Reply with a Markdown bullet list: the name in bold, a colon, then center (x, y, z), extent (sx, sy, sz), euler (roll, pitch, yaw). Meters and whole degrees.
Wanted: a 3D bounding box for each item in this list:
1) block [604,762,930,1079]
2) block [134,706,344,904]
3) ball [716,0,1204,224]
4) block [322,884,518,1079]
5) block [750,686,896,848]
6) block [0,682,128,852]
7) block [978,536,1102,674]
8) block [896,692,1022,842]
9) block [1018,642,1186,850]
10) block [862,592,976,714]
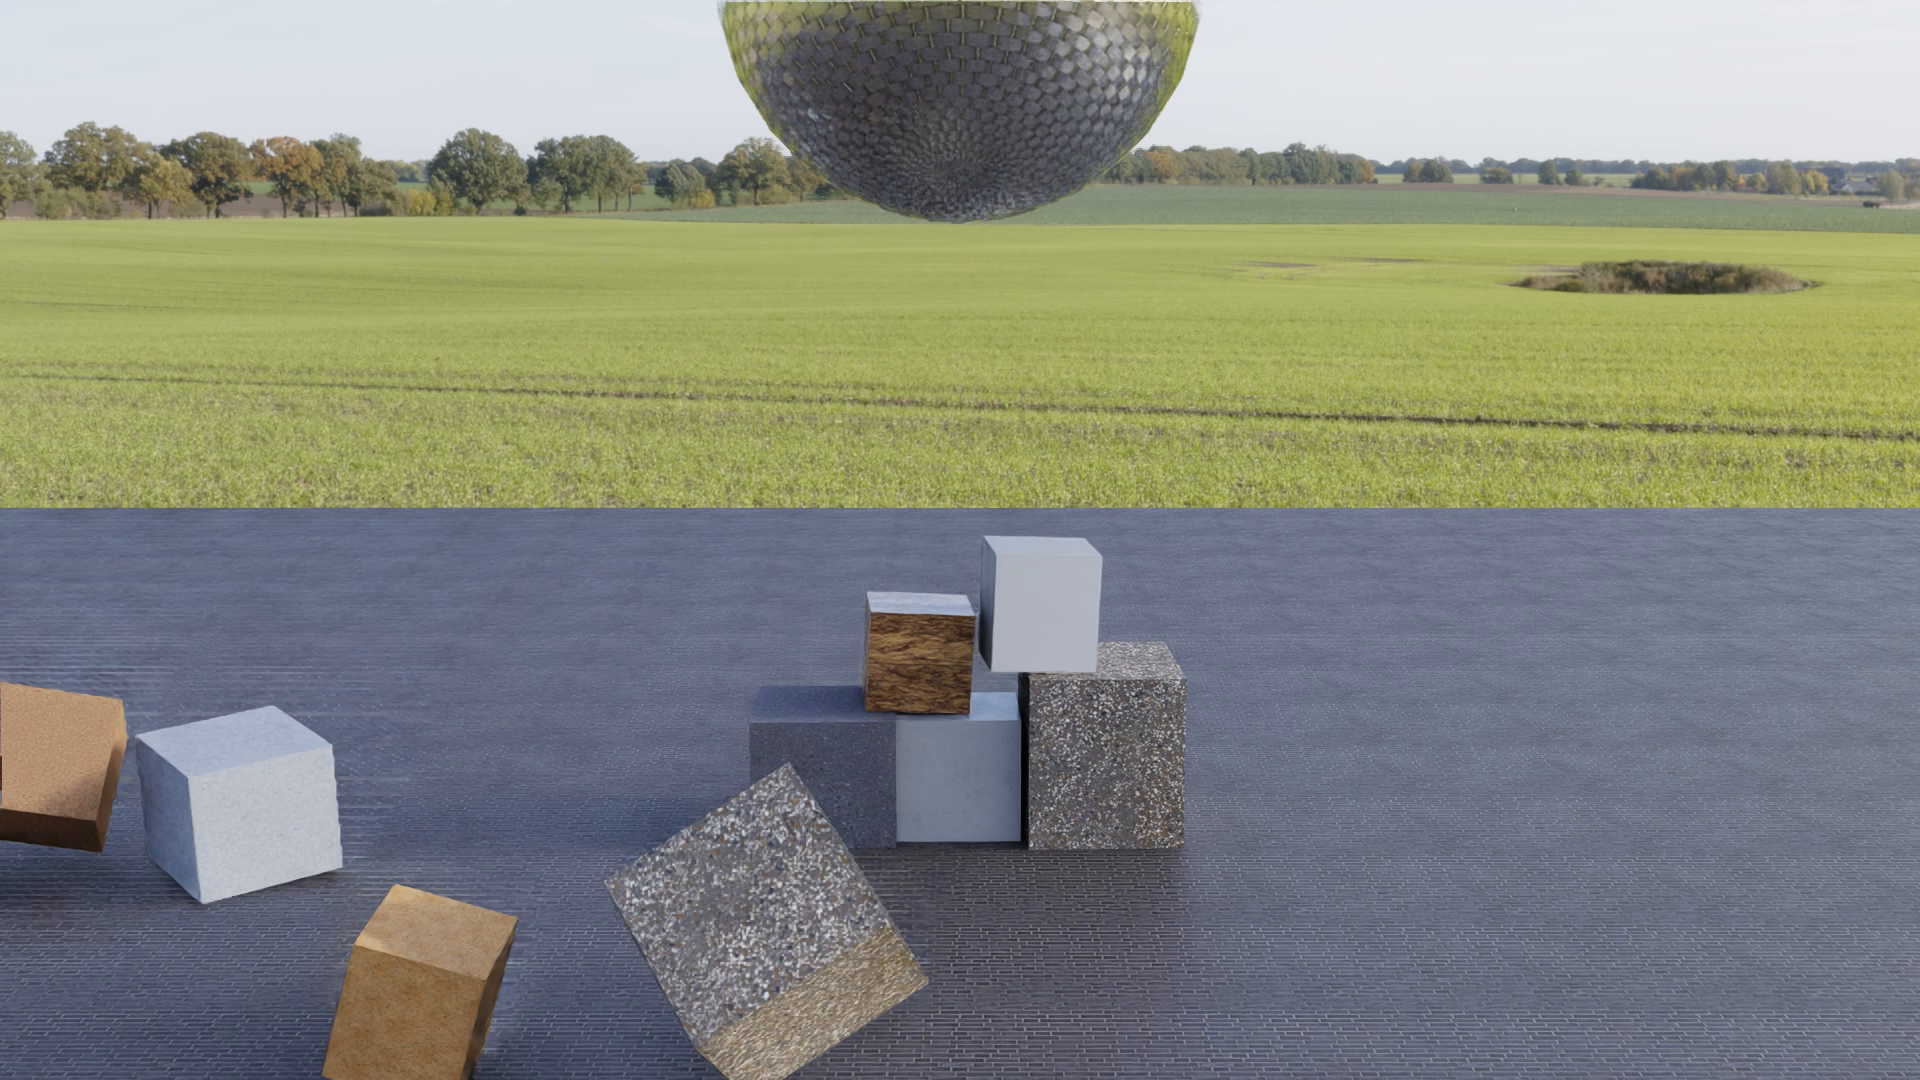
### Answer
- **block**: center (-0.696, 1.440, 8.071), extent (0.786, 0.708, 0.738), euler (-32, 61, -6)
- **block**: center (-3.489, 1.263, 10.640), extent (0.690, 0.627, 0.746), euler (-12, 19, -36)
- **ball**: center (0.000, -1.842, 7.184), extent (1.600, 1.600, 1.600), euler (0, 10, 0)
- **block**: center (-2.014, 1.704, 8.242), extent (0.490, 0.544, 0.549), euler (16, 14, -3)
- **block**: center (-0.693, 1.161, 11.351), extent (0.728, 0.655, 0.750), euler (0, 10, -1)
- **block**: center (-4.494, 1.102, 10.672), extent (0.725, 0.599, 0.703), euler (10, -23, -15)
- **block**: center (0.399, 0.324, 11.164), extent (0.530, 0.600, 0.487), euler (1, 11, -8)
- **block**: center (-0.014, 1.167, 11.377), extent (0.630, 0.633, 0.573), euler (0, 10, -1)
- **block**: center (0.716, 1.047, 11.368), extent (0.780, 0.873, 0.835), euler (0, 10, -2)
- **block**: center (-0.221, 0.576, 11.338), extent (0.526, 0.512, 0.515), euler (2, 10, -6)
